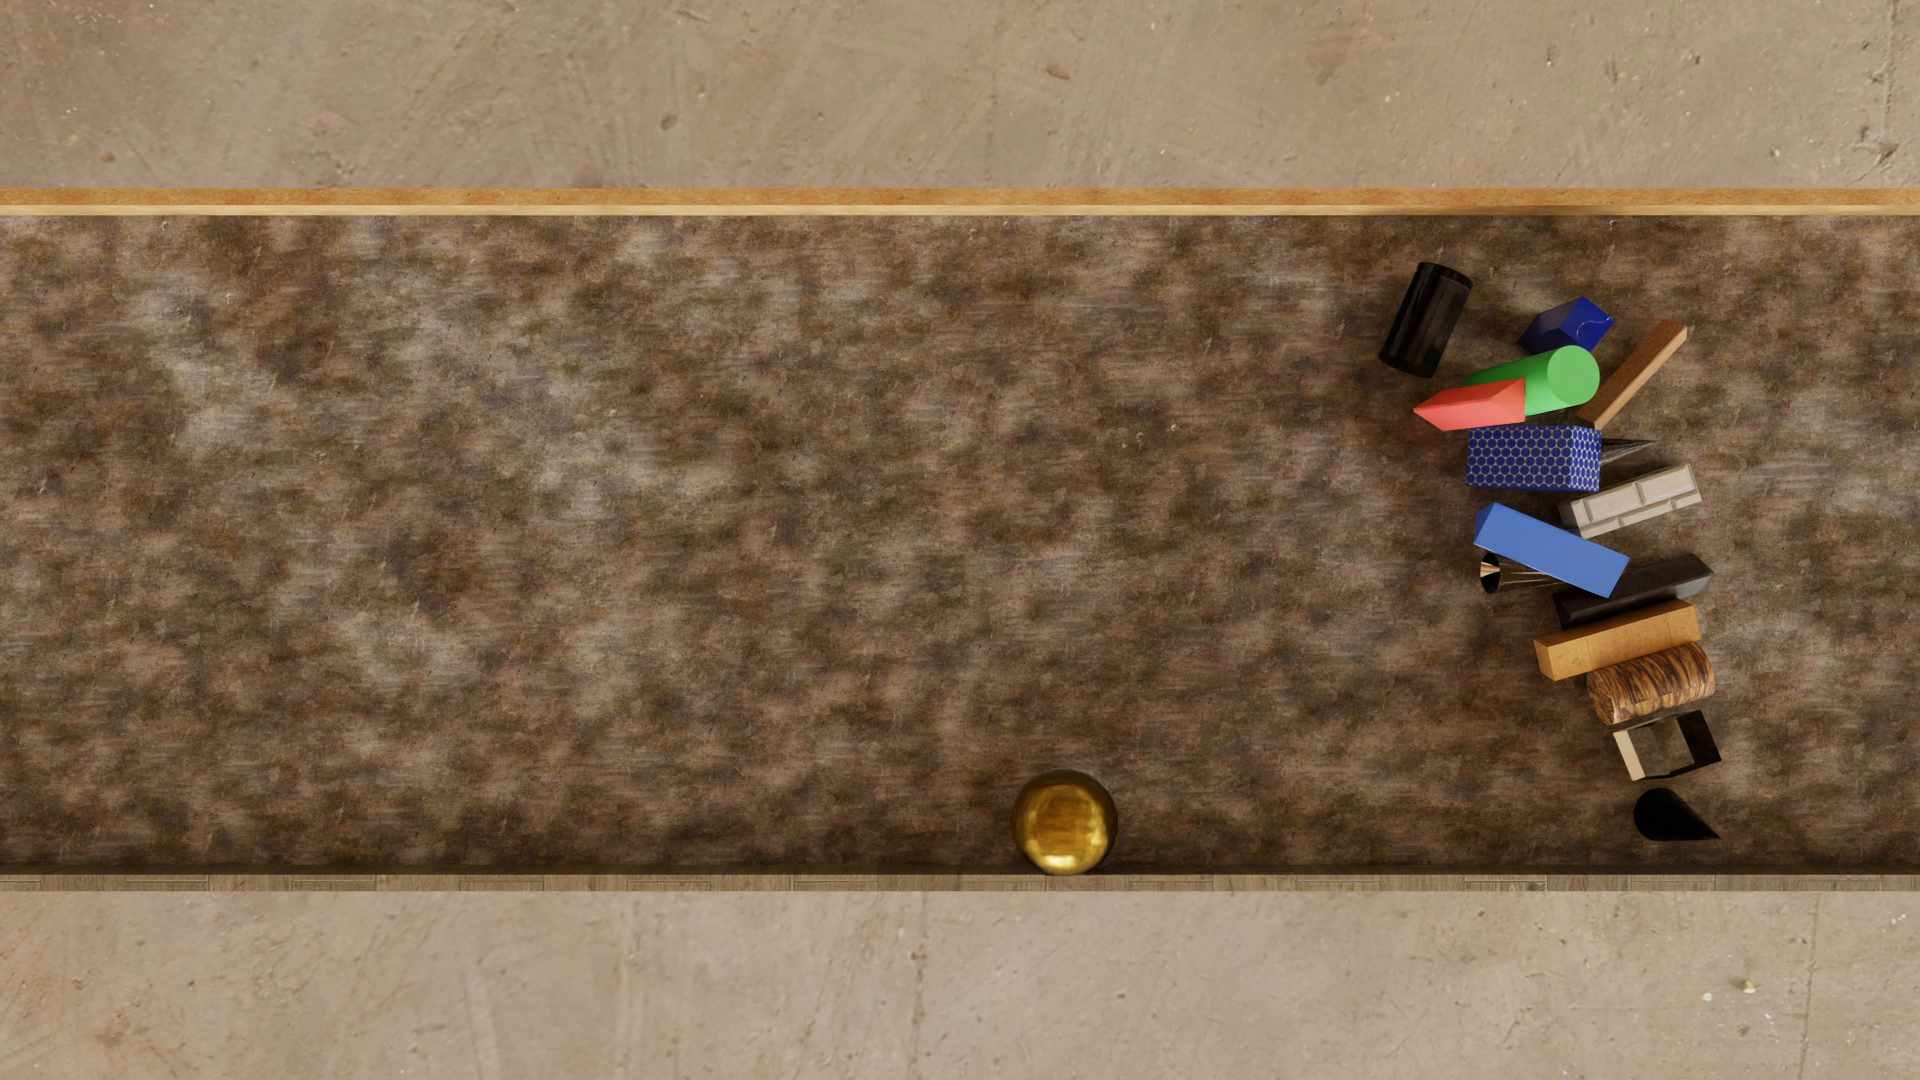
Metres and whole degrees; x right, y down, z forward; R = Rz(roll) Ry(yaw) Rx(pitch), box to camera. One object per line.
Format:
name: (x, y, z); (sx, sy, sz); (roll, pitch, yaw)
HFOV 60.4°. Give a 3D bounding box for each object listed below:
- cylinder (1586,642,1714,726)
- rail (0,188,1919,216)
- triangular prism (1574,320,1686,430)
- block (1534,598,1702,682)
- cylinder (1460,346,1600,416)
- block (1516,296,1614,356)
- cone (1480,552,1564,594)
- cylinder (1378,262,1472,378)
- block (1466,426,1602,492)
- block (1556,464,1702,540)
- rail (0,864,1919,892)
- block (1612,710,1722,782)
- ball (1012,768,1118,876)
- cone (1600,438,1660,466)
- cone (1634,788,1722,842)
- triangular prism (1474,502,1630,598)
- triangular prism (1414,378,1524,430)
cylinder: (2.086, 0.431, 4.988); (0.313, 0.176, 0.176); (-16, 90, 0)
rail: (-2.247, -1.025, 5.002); (12.000, 0.150, 0.050); (0, 90, 0)
triangular prism: (2.061, -0.501, 5.036); (0.088, 0.077, 0.406); (43, 90, 0)
block: (1.996, 0.301, 5.014); (0.458, 0.108, 0.108); (-16, 100, 0)
cylinder: (1.659, -0.448, 4.833); (0.168, 0.459, 0.168); (1, 86, -14)
block: (1.793, -0.618, 4.898); (0.115, 0.358, 0.115); (38, 90, 0)
cone: (1.813, 0.104, 5.045); (0.407, 0.126, 0.126); (1, 90, -9)
cylinder: (1.408, -0.664, 4.989); (0.174, 0.174, 0.304); (24, 90, 0)
block: (1.702, -0.242, 4.896); (0.179, 0.327, 0.179); (3, 90, -43)
block: (2.033, -0.116, 5.017); (0.377, 0.119, 0.119); (-18, 90, 0)
rail: (-2.247, 1.025, 5.001); (12.000, 0.150, 0.050); (0, 90, 0)
block: (2.098, 0.613, 4.904); (0.155, 0.323, 0.155); (-19, 79, 0)
ball: (0.314, 0.842, 4.919); (0.316, 0.316, 0.316); (0, 90, 0)
cone: (1.899, -0.263, 4.872); (0.155, 0.384, 0.155); (4, 82, -31)
cone: (2.156, 0.846, 4.869); (0.166, 0.415, 0.166); (0, 90, 0)
triangular prism: (1.788, 0.009, 4.985); (0.437, 0.120, 0.139); (22, 48, 0)
triangular prism: (1.521, -0.414, 4.877); (0.124, 0.398, 0.107); (31, 81, -15)
